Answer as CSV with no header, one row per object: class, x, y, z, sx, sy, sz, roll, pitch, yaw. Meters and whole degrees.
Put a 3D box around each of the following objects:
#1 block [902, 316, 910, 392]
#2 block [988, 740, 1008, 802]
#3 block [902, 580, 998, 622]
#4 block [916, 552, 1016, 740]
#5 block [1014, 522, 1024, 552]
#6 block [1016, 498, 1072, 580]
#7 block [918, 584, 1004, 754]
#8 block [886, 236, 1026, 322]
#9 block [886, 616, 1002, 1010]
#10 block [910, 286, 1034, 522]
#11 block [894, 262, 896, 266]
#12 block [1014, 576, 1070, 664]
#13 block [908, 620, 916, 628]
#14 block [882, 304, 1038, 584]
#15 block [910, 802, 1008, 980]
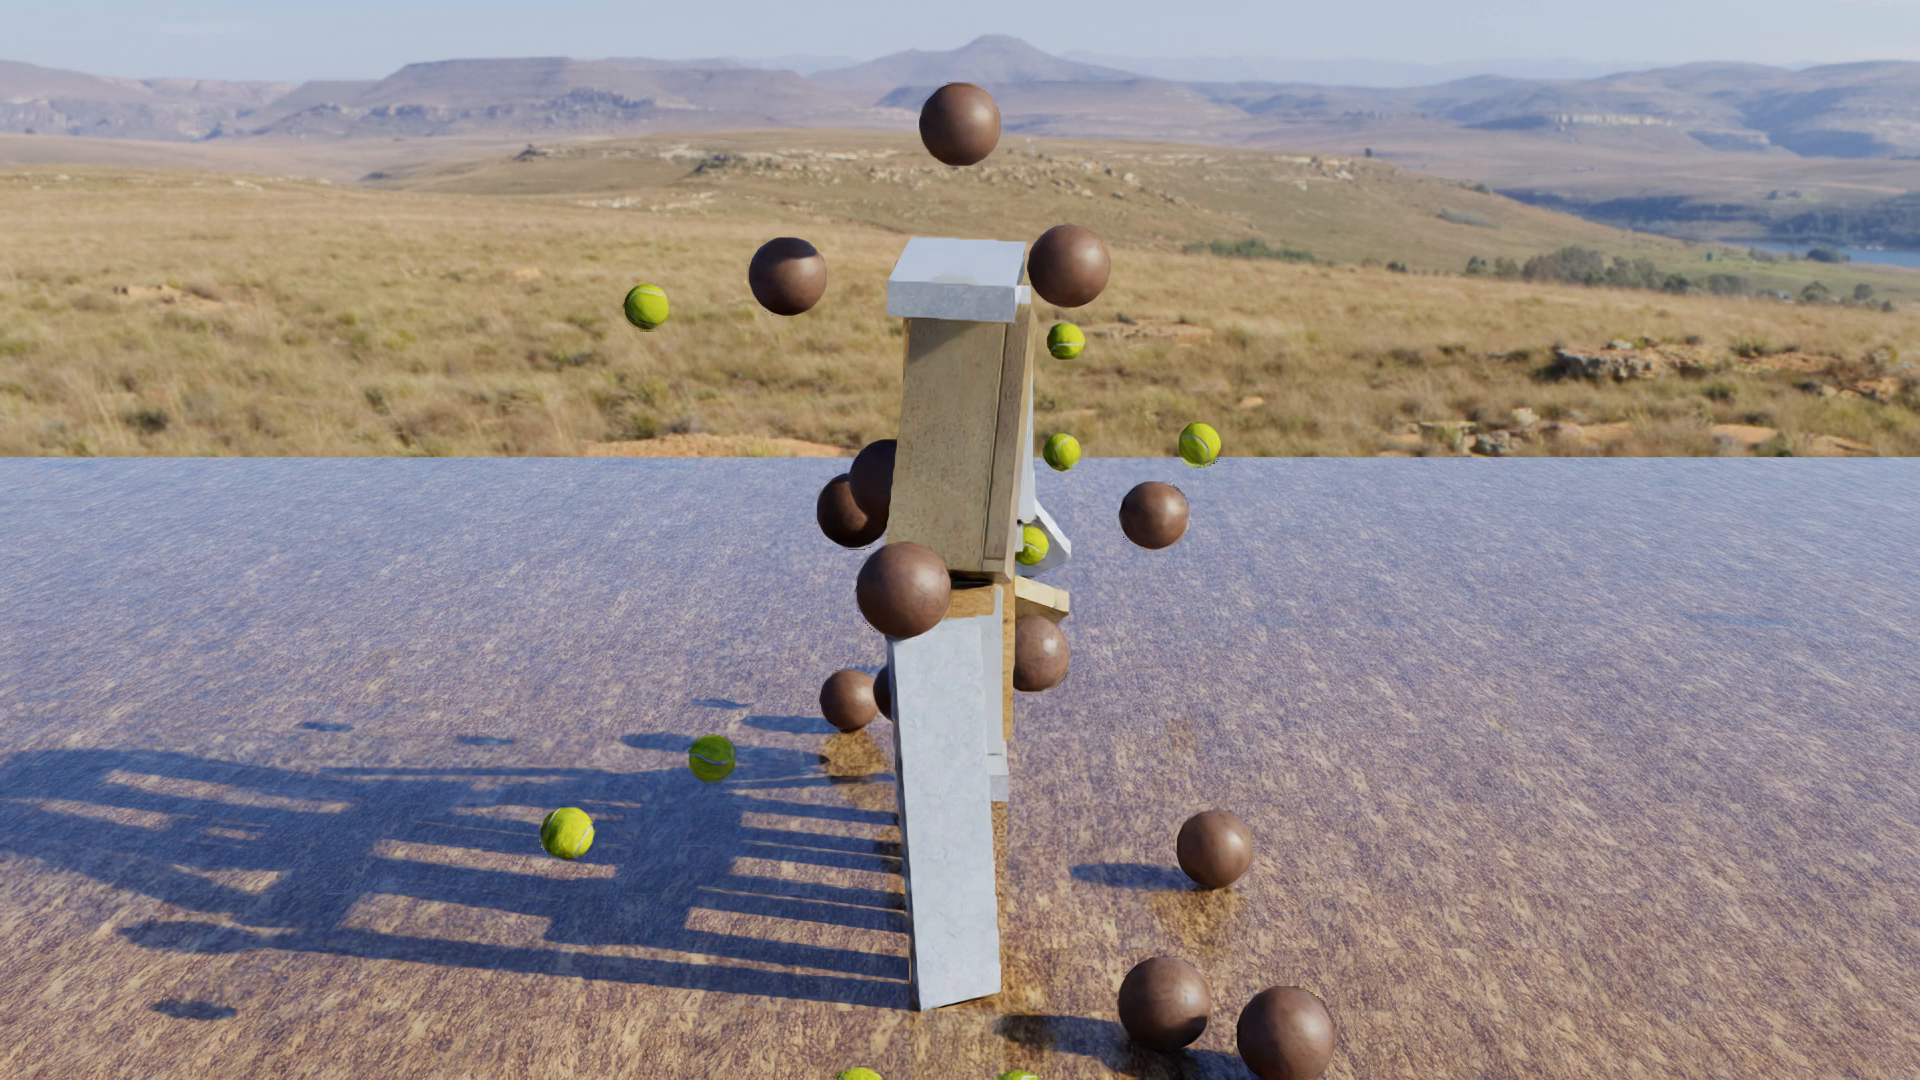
block,-0.013,-0.226,3.492,0.155,0.310,0.044,0,6,-4
block,-0.002,0.335,3.342,0.144,0.041,0.289,0,11,0
block,-0.012,0.068,3.166,0.125,0.035,0.250,-4,11,3
block,0.007,0.156,3.366,0.150,0.300,0.042,0,11,-3
block,0.003,-0.030,3.426,0.150,0.042,0.300,-1,11,-7
block,0.051,-0.049,3.905,0.157,0.313,0.044,-26,36,19
block,0.000,0.194,3.292,0.125,0.250,0.035,-1,7,-2
block,0.000,-0.380,3.183,0.175,0.050,0.351,3,18,3
block,-0.021,0.394,3.112,0.125,0.580,0.035,-10,21,-17
block,0.018,-0.202,3.279,0.176,0.351,0.050,-1,-4,-6
block,-0.017,-0.421,3.565,0.155,0.044,0.310,0,10,-6
block,0.035,0.189,4.087,0.157,0.044,0.391,19,-39,-22
block,-0.008,0.136,3.563,0.150,0.333,0.042,-1,10,-1
block,0.002,-0.142,3.146,0.175,0.408,0.050,1,-20,14
block,-0.002,0.514,3.282,0.144,0.289,0.041,0,12,0
